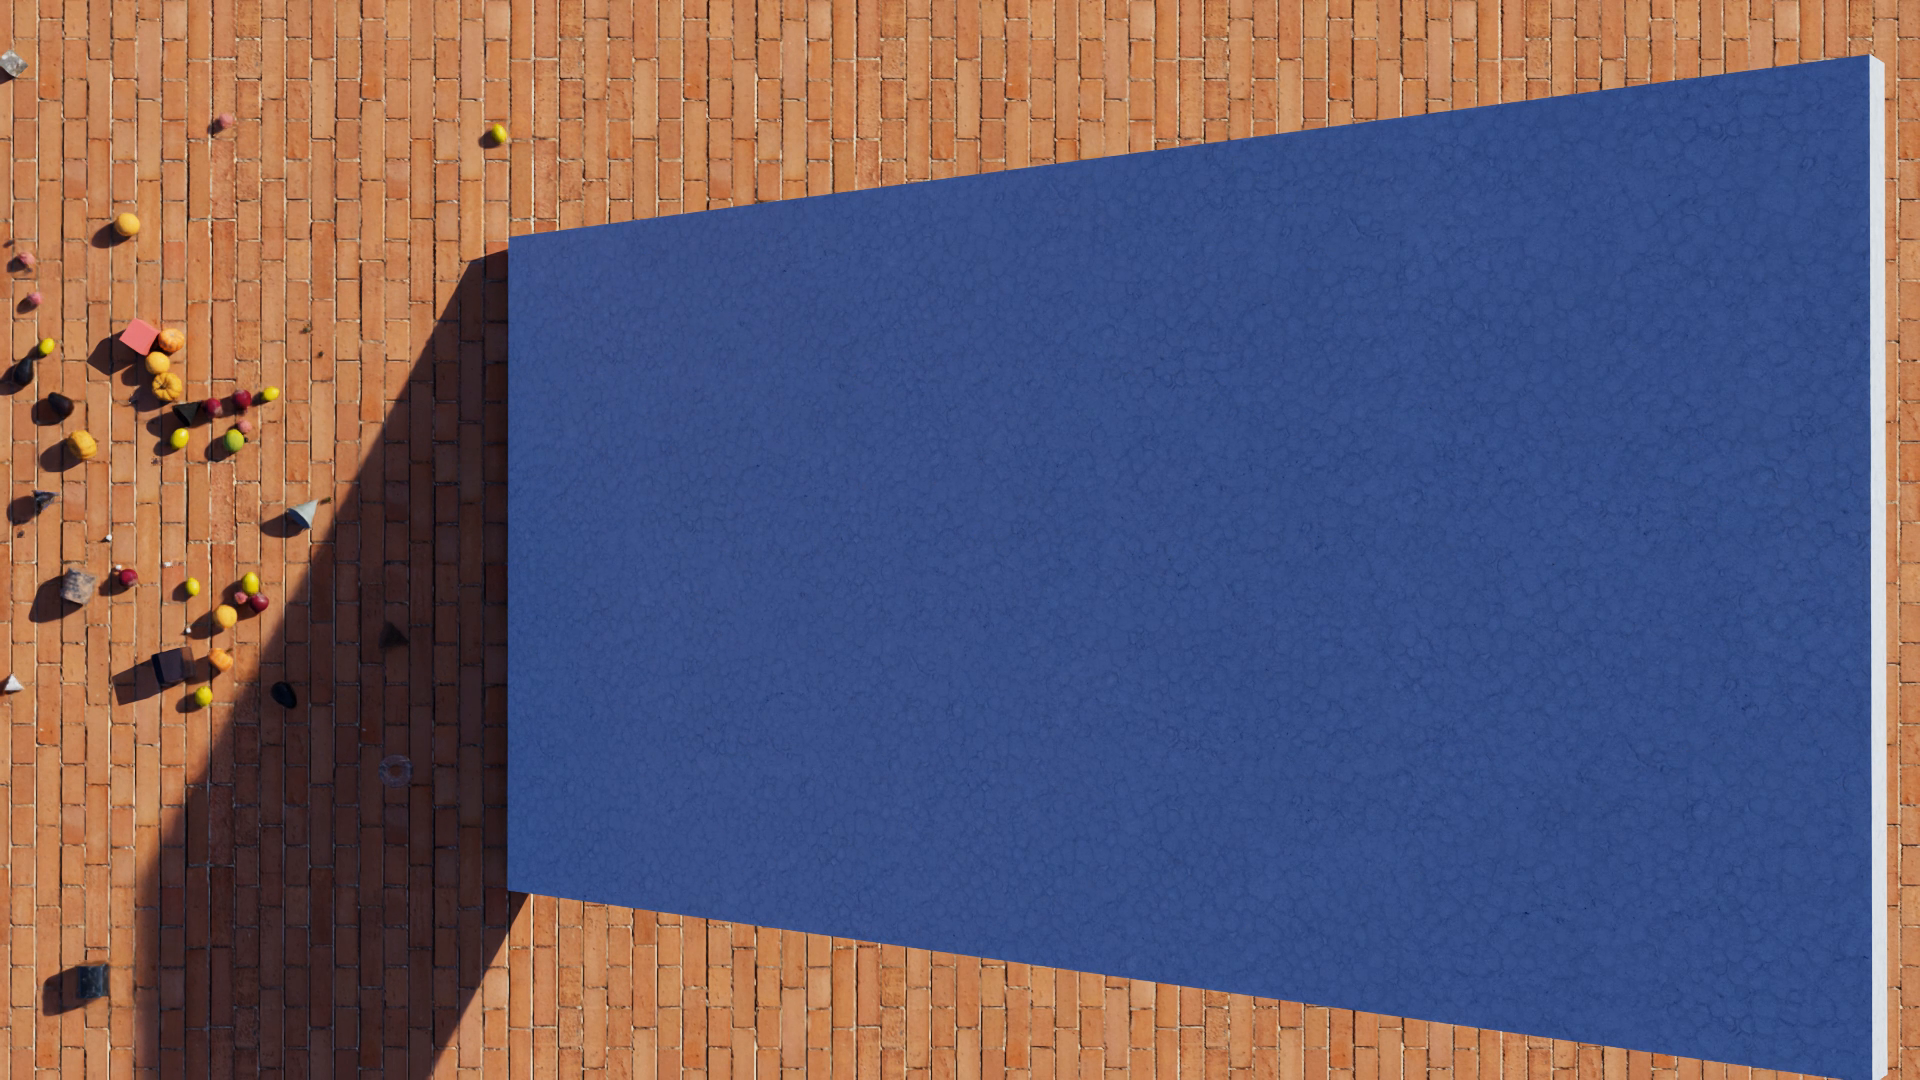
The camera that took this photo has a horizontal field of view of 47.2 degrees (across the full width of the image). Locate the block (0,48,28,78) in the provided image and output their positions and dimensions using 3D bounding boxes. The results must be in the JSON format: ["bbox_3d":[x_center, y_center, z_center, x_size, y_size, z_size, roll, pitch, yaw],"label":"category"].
[{"bbox_3d":[-2.926,-1.473,6.794,0.054,0.054,0.054,44,90,0],"label":"block"}]

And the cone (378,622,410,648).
[{"bbox_3d":[-1.738,0.307,6.789,0.086,0.086,0.086,23,90,-26],"label":"cone"}]

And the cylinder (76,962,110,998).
[{"bbox_3d":[-2.661,1.350,6.752,0.097,0.097,0.097,-2,89,0],"label":"cylinder"}]

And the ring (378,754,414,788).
[{"bbox_3d":[-1.741,0.712,6.788,0.109,0.036,0.109,0,89,1],"label":"ring"}]

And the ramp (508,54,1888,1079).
[{"bbox_3d":[0.224,0.064,5.540,4.000,0.100,2.000,0,90,38],"label":"ramp"}]

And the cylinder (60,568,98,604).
[{"bbox_3d":[-2.710,0.141,6.765,0.090,0.090,0.090,20,90,0],"label":"cylinder"}]

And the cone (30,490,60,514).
[{"bbox_3d":[-2.816,-0.130,6.794,0.080,0.080,0.080,-22,90,-27],"label":"cone"}]

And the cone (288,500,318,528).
[{"bbox_3d":[-2.012,-0.097,6.792,0.088,0.088,0.088,38,63,0],"label":"cone"}]

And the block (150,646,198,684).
[{"bbox_3d":[-2.415,0.385,6.762,0.093,0.093,0.093,-14,90,0],"label":"block"}]

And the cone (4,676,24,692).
[{"bbox_3d":[-2.916,0.453,6.795,0.056,0.056,0.056,29,90,-26],"label":"cone"}]

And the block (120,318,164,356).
[{"bbox_3d":[-2.519,-0.625,6.775,0.080,0.080,0.080,34,90,0],"label":"block"}]
